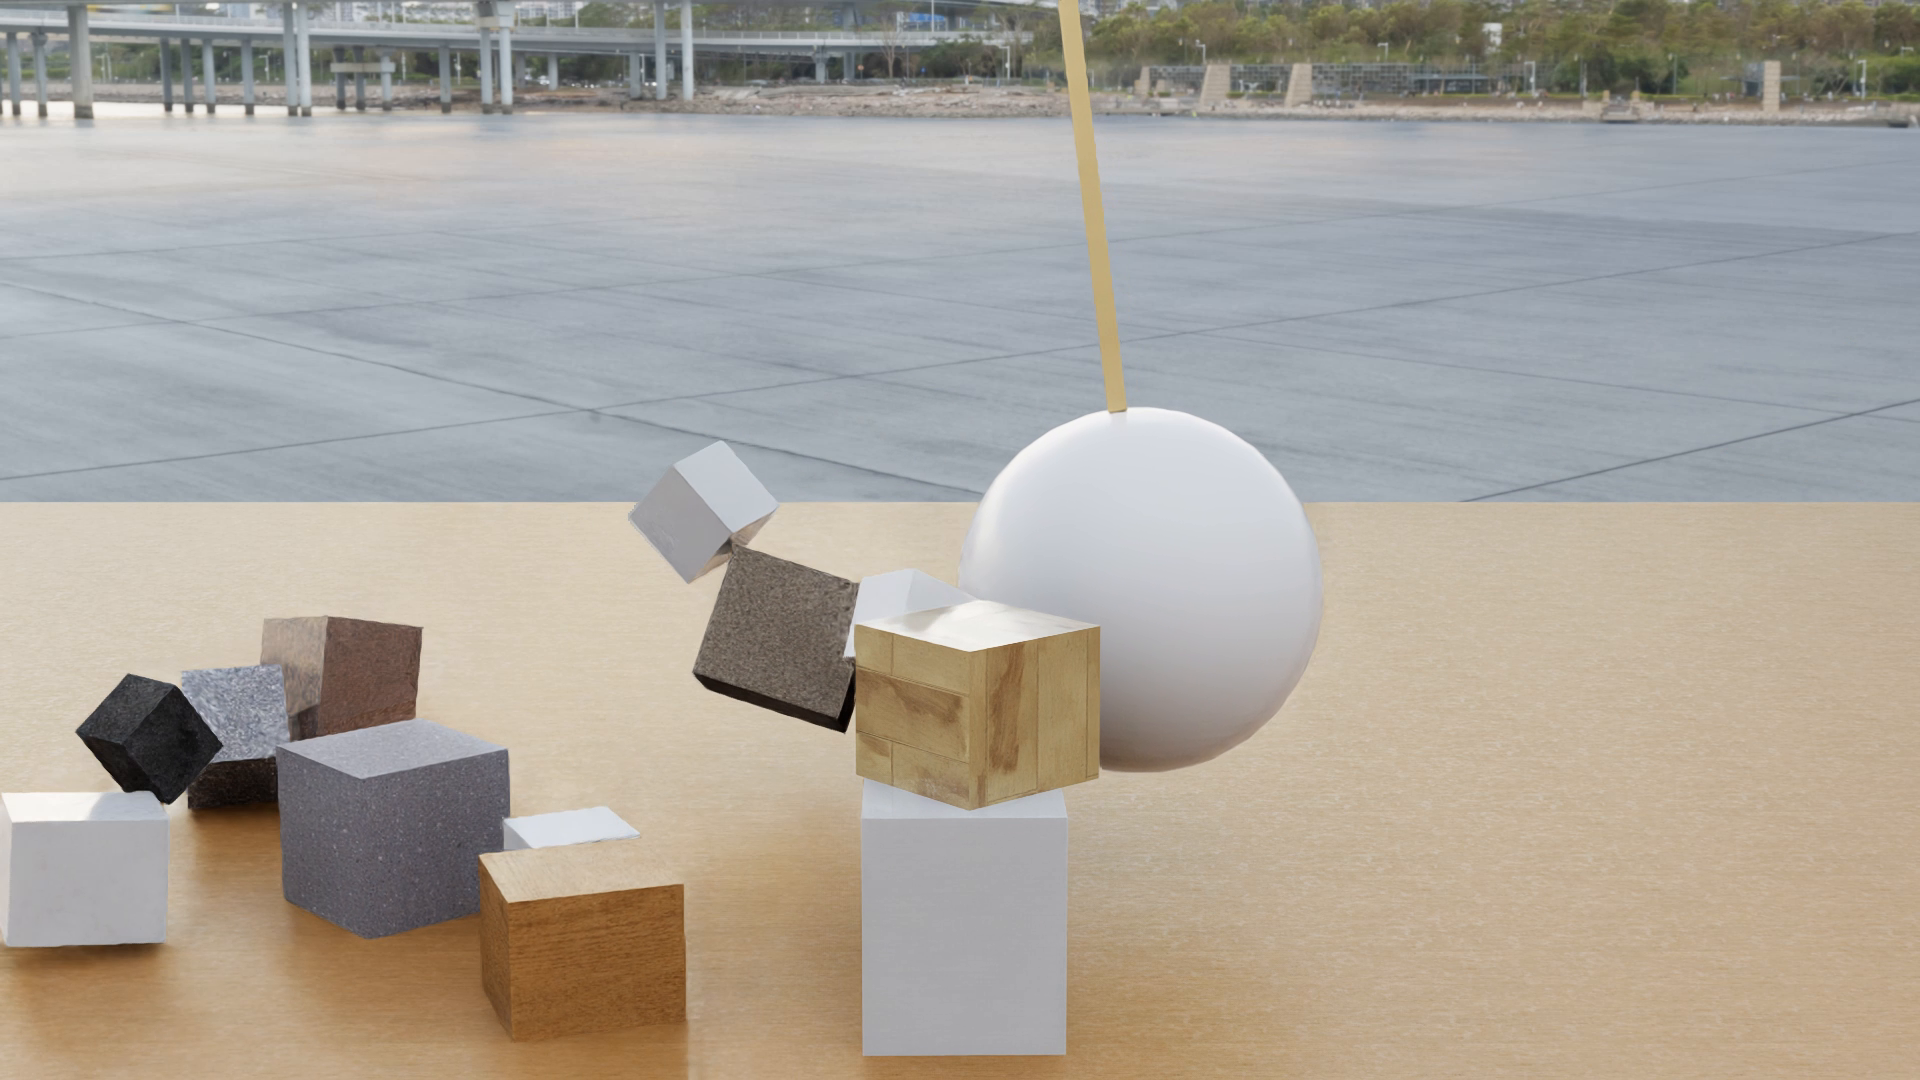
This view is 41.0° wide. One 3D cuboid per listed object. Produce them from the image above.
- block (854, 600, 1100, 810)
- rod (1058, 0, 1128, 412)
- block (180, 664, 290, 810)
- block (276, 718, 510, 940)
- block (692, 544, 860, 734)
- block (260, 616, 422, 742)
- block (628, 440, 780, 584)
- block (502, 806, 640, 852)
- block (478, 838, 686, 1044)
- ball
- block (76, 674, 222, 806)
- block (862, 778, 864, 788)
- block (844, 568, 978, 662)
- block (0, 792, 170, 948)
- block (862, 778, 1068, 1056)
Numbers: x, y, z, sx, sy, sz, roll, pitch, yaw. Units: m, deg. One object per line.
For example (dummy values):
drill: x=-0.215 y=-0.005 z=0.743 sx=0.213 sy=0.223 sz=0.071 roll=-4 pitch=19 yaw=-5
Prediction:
block: x=0.064 y=0.604 z=9.624 sx=0.653 sy=0.586 sz=0.645 roll=-9 pitch=14 yaw=-41
rod: x=0.340 y=-3.097 z=10.617 sx=0.080 sy=5.200 sz=0.080 roll=-7 pitch=10 yaw=1
block: x=-3.499 y=0.948 z=12.378 sx=0.464 sy=0.488 sz=0.518 roll=-4 pitch=-28 yaw=-19
block: x=-2.413 y=1.216 z=10.959 sx=0.702 sy=0.685 sz=0.718 roll=-9 pitch=14 yaw=-41
block: x=-0.837 y=0.505 z=12.769 sx=0.743 sy=0.658 sz=0.728 roll=17 pitch=-10 yaw=4
block: x=-3.160 y=0.745 z=13.017 sx=0.532 sy=0.650 sz=0.678 roll=10 pitch=-9 yaw=-41
block: x=-1.266 y=-0.141 z=12.748 sx=0.428 sy=0.451 sz=0.430 roll=-46 pitch=-8 yaw=35
block: x=-1.587 y=1.401 z=10.537 sx=0.441 sy=0.459 sz=0.513 roll=-5 pitch=9 yaw=-23
block: x=-1.442 y=1.509 z=9.761 sx=0.656 sy=0.538 sz=0.627 roll=-4 pitch=11 yaw=-20
ball: x=0.785 y=0.219 z=11.220 sx=1.600 sy=1.600 sz=1.600 roll=0 pitch=10 yaw=0
block: x=-3.477 y=0.853 z=11.009 sx=0.326 sy=0.391 sz=0.345 roll=8 pitch=49 yaw=36
block: x=-0.013 y=1.249 z=10.419 sx=0.756 sy=0.815 sz=0.820 roll=0 pitch=10 yaw=-2
block: x=-0.190 y=0.349 z=10.086 sx=0.345 sy=0.340 sz=0.328 roll=27 pitch=-24 yaw=-35
block: x=-3.584 y=1.334 z=10.476 sx=0.600 sy=0.502 sz=0.610 roll=2 pitch=5 yaw=-24
block: x=0.009 y=1.357 z=9.608 sx=0.737 sy=0.891 sz=0.799 roll=0 pitch=10 yaw=-1
